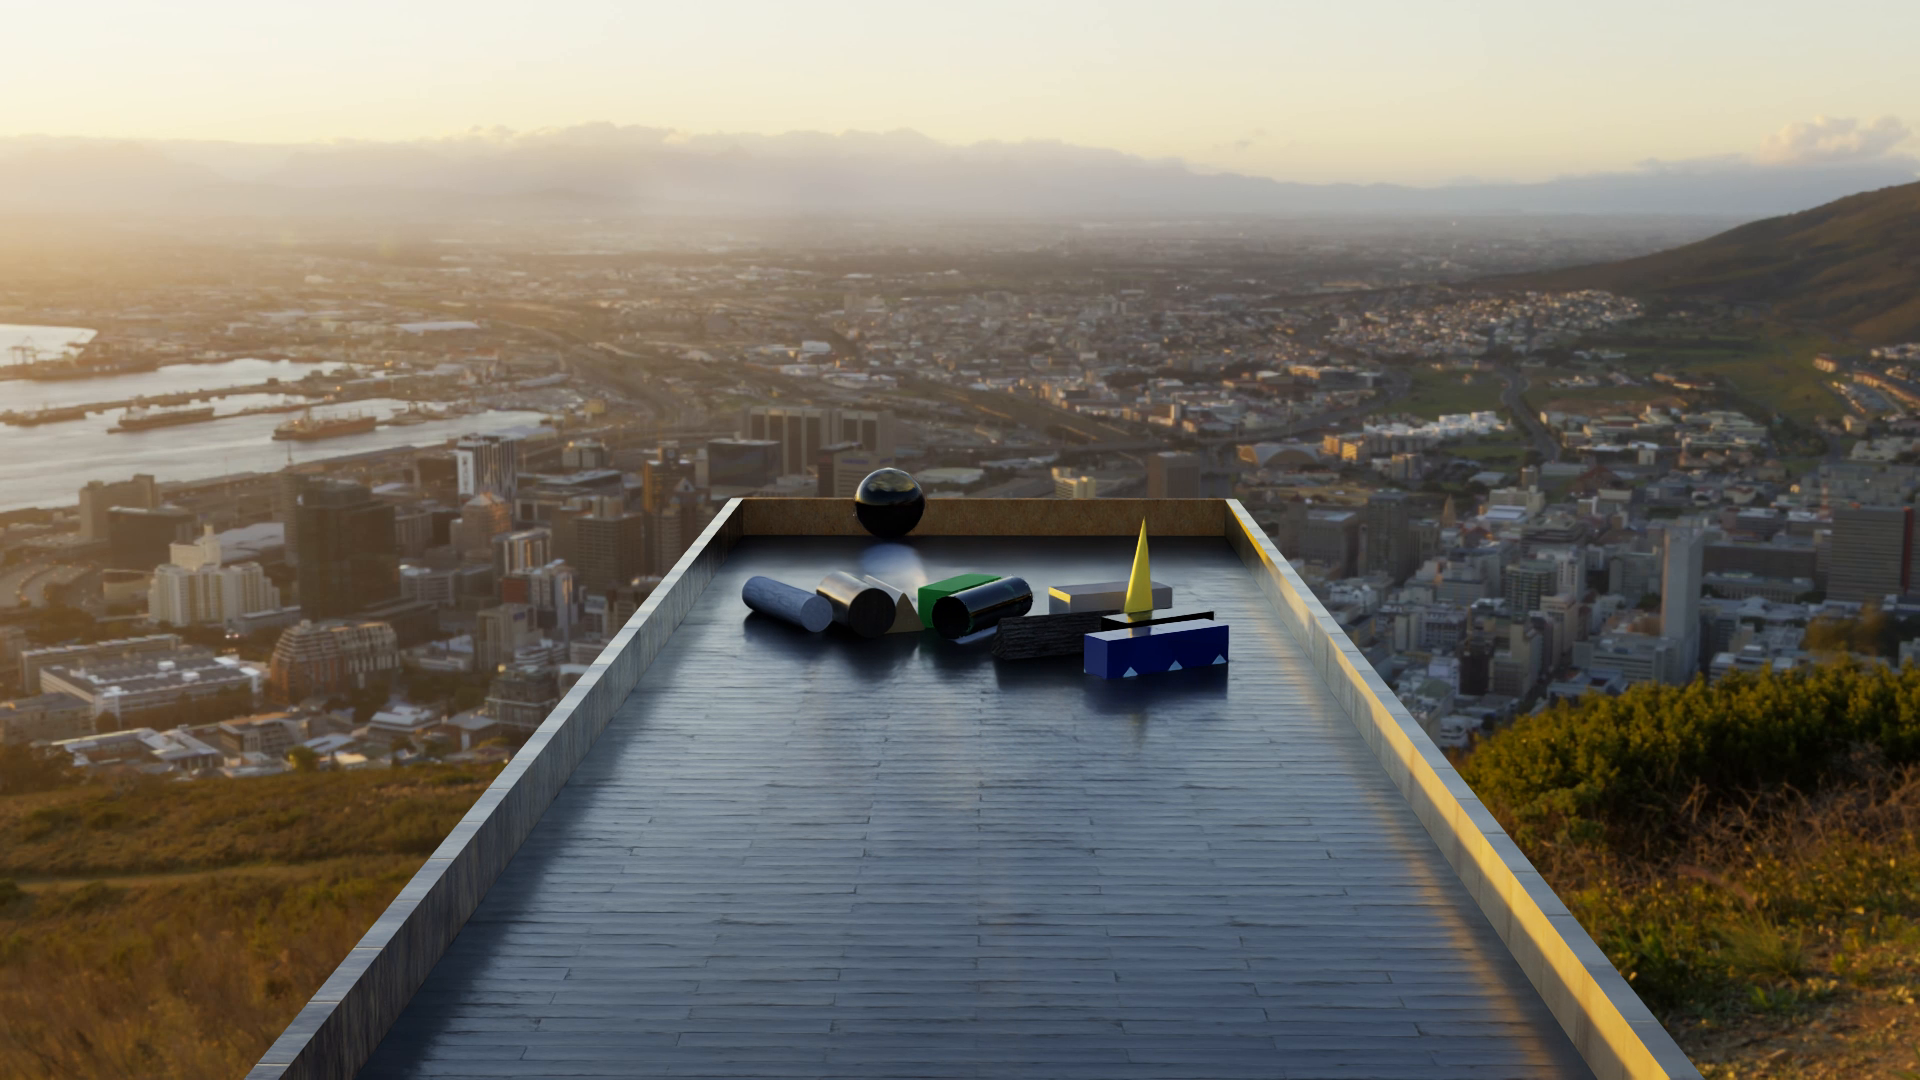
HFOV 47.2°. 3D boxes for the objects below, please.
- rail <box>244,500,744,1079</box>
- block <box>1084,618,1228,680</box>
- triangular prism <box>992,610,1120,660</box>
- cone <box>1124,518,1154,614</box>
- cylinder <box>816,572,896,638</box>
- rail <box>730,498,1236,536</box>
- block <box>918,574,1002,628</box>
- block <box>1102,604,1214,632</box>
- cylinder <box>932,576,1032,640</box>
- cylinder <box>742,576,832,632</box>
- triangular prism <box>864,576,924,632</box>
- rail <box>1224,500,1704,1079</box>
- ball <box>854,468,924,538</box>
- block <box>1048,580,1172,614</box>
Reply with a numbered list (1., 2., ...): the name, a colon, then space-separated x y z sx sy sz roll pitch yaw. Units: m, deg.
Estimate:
1. rail: -1.004 0.839 3.234 0.050 0.150 12.000 0 9 1
2. block: 0.591 0.325 6.591 0.453 0.116 0.116 -6 11 -32
3. triangular prism: 0.309 0.286 6.801 0.400 0.119 0.138 -3 10 -21
4. cone: 0.567 0.123 6.901 0.125 0.411 0.125 3 10 0
5. cylinder: -0.342 0.209 7.179 0.160 0.160 0.337 -4 10 -22
6. rail: 0.099 -0.098 9.147 2.100 0.150 0.050 0 9 1
7. block: 0.002 0.203 7.315 0.129 0.129 0.331 5 10 30
8. block: 0.611 0.289 6.794 0.348 0.123 0.123 -6 11 -34
9. cylinder: 0.076 0.219 7.170 0.141 0.141 0.418 5 10 30
10. cylinder: -0.577 0.210 7.307 0.118 0.118 0.442 -5 10 -30
11. triangular prism: -0.248 0.206 7.283 0.146 0.126 0.356 -4 10 -22
12. rail: 1.046 0.843 3.208 0.050 0.150 12.000 0 9 1
13. ball: -0.288 -0.150 8.973 0.288 0.288 0.288 0 9 0
14. block: 0.483 0.229 7.059 0.362 0.158 0.158 -4 10 -22
